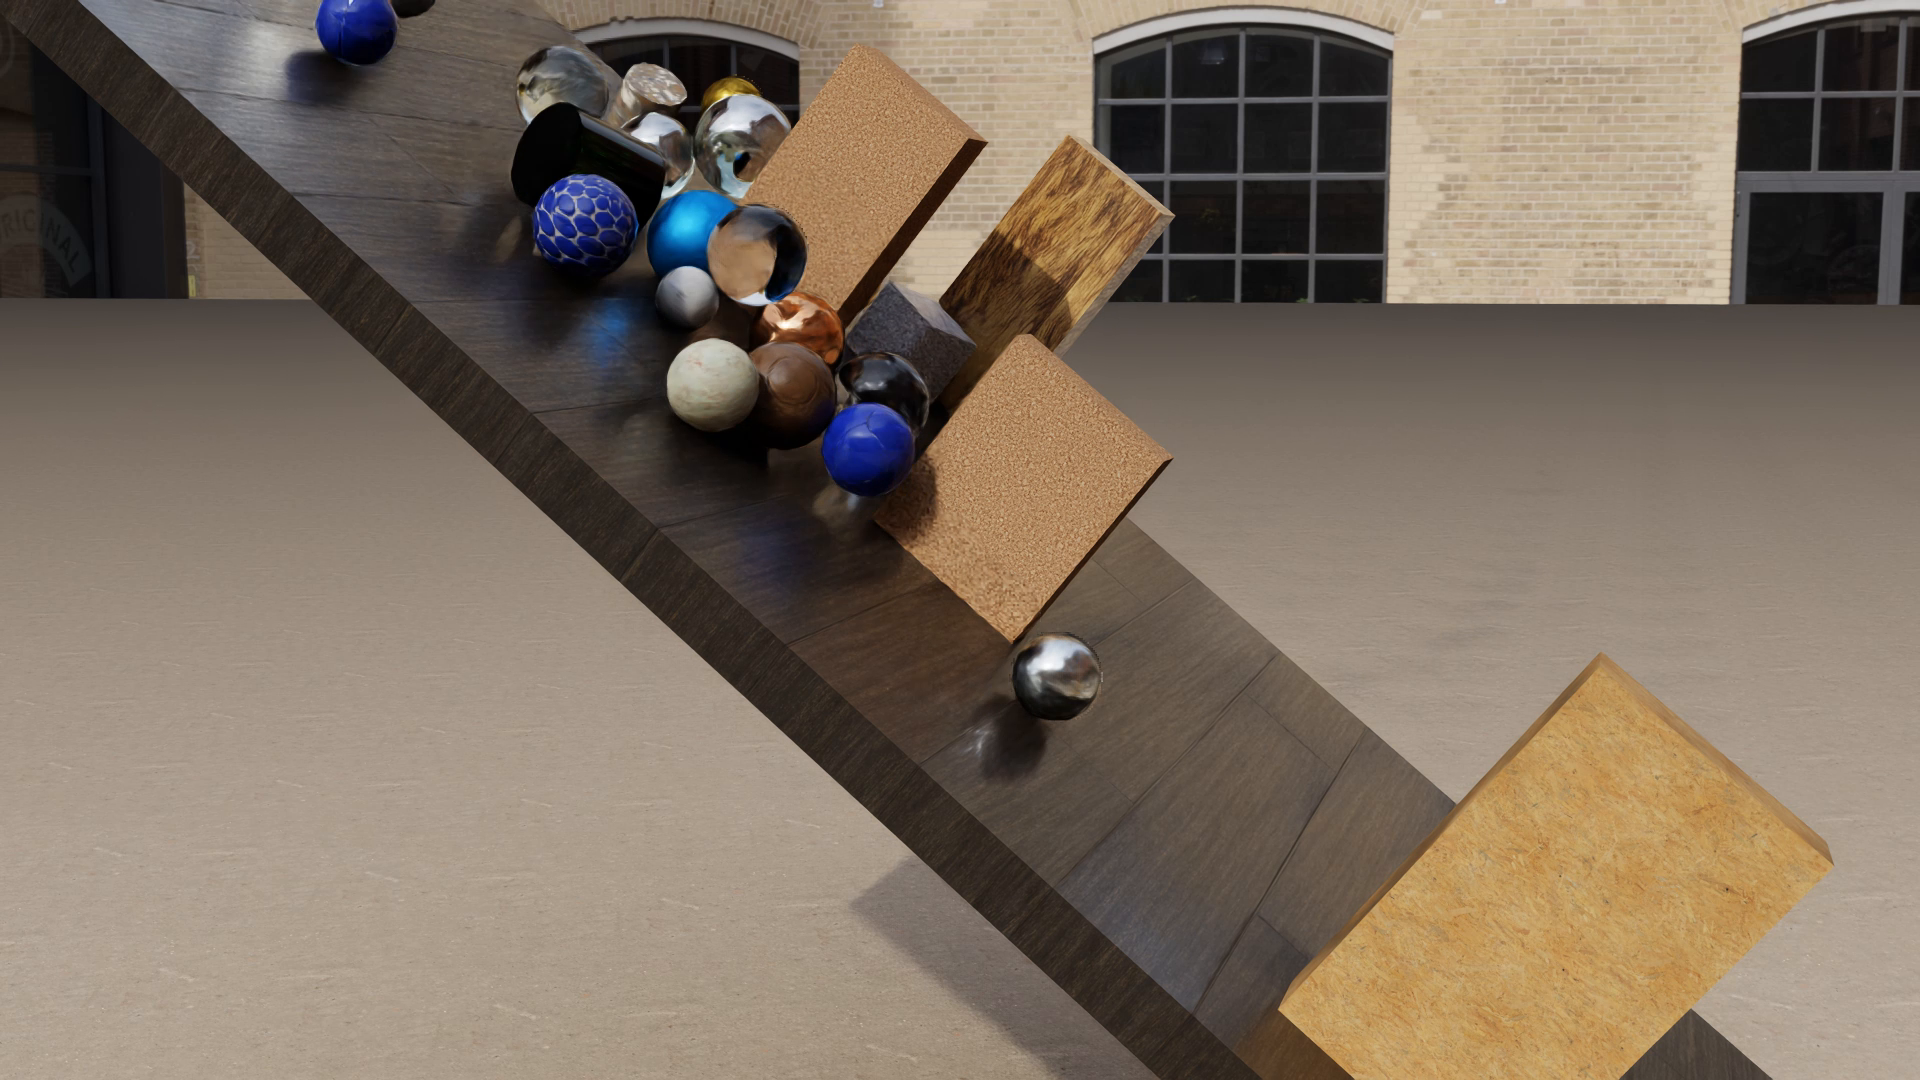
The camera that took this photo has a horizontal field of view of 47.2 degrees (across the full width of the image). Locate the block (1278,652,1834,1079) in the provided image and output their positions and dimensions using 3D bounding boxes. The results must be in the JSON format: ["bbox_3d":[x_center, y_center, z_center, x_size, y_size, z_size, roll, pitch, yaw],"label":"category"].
[{"bbox_3d":[0.832,0.549,3.116,0.400,0.678,0.134,42,16,9],"label":"block"}]

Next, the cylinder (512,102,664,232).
[{"bbox_3d":[-0.671,-0.661,3.969,0.193,0.193,0.193,6,-11,43],"label":"cylinder"}]

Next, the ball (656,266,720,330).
[{"bbox_3d":[-0.482,-0.428,3.896,0.113,0.113,0.113,0,7,0],"label":"ball"}]

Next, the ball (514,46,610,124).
[{"bbox_3d":[-0.734,-0.824,4.055,0.171,0.171,0.171,0,7,0],"label":"ball"}]

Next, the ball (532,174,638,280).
[{"bbox_3d":[-0.634,-0.531,3.726,0.177,0.177,0.177,0,7,0],"label":"ball"}]

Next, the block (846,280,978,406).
[{"bbox_3d":[-0.103,-0.410,4.590,0.162,0.162,0.162,17,27,-52],"label":"block"}]

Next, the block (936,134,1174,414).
[{"bbox_3d":[0.154,-0.534,4.677,0.262,0.610,0.130,42,16,9],"label":"block"}]

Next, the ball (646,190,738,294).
[{"bbox_3d":[-0.481,-0.548,4.072,0.197,0.197,0.197,0,7,0],"label":"ball"}]

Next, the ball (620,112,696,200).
[{"bbox_3d":[-0.615,-0.772,4.426,0.172,0.172,0.172,0,7,0],"label":"ball"}]

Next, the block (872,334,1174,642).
[{"bbox_3d":[0.104,-0.088,3.731,0.324,0.407,0.089,42,16,9],"label":"block"}]

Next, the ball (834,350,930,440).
[{"bbox_3d":[-0.148,-0.251,4.017,0.187,0.187,0.187,0,7,0],"label":"ball"}]

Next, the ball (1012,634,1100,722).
[{"bbox_3d":[0.153,0.218,3.493,0.140,0.140,0.140,0,7,0],"label":"ball"}]

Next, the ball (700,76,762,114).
[{"bbox_3d":[-0.469,-0.888,4.534,0.131,0.131,0.131,0,7,0],"label":"ball"}]

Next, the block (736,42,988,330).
[{"bbox_3d":[-0.234,-0.655,4.282,0.289,0.538,0.132,42,16,9],"label":"block"}]

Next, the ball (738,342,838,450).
[{"bbox_3d":[-0.295,-0.241,3.666,0.181,0.181,0.181,0,7,0],"label":"ball"}]

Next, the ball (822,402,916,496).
[{"bbox_3d":[-0.152,-0.151,3.666,0.157,0.157,0.157,0,7,0],"label":"ball"}]

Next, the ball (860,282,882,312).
[{"bbox_3d":[-0.254,-0.561,4.629,0.182,0.182,0.182,0,7,0],"label":"ball"}]

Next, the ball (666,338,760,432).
[{"bbox_3d":[-0.397,-0.249,3.534,0.149,0.149,0.149,0,7,0],"label":"ball"}]

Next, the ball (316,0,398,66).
[{"bbox_3d":[-1.061,-0.906,3.871,0.140,0.140,0.140,0,7,0],"label":"ball"}]

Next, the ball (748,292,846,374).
[{"bbox_3d":[-0.298,-0.363,4.009,0.177,0.177,0.177,0,7,0],"label":"ball"}]

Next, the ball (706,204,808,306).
[{"bbox_3d":[-0.363,-0.509,3.929,0.181,0.181,0.181,0,7,0],"label":"ball"}]

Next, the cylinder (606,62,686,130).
[{"bbox_3d":[-0.653,-0.899,4.576,0.130,0.130,0.130,18,43,-18],"label":"cylinder"}]

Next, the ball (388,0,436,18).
[{"bbox_3d":[-1.092,-1.102,4.308,0.153,0.153,0.153,0,7,0],"label":"ball"}]

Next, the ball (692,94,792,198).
[{"bbox_3d":[-0.431,-0.785,4.387,0.206,0.206,0.206,0,7,0],"label":"ball"}]

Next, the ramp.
[{"bbox_3d":[-0.002,0.050,4.041,4.000,0.100,2.000,42,16,9],"label":"ramp"}]
